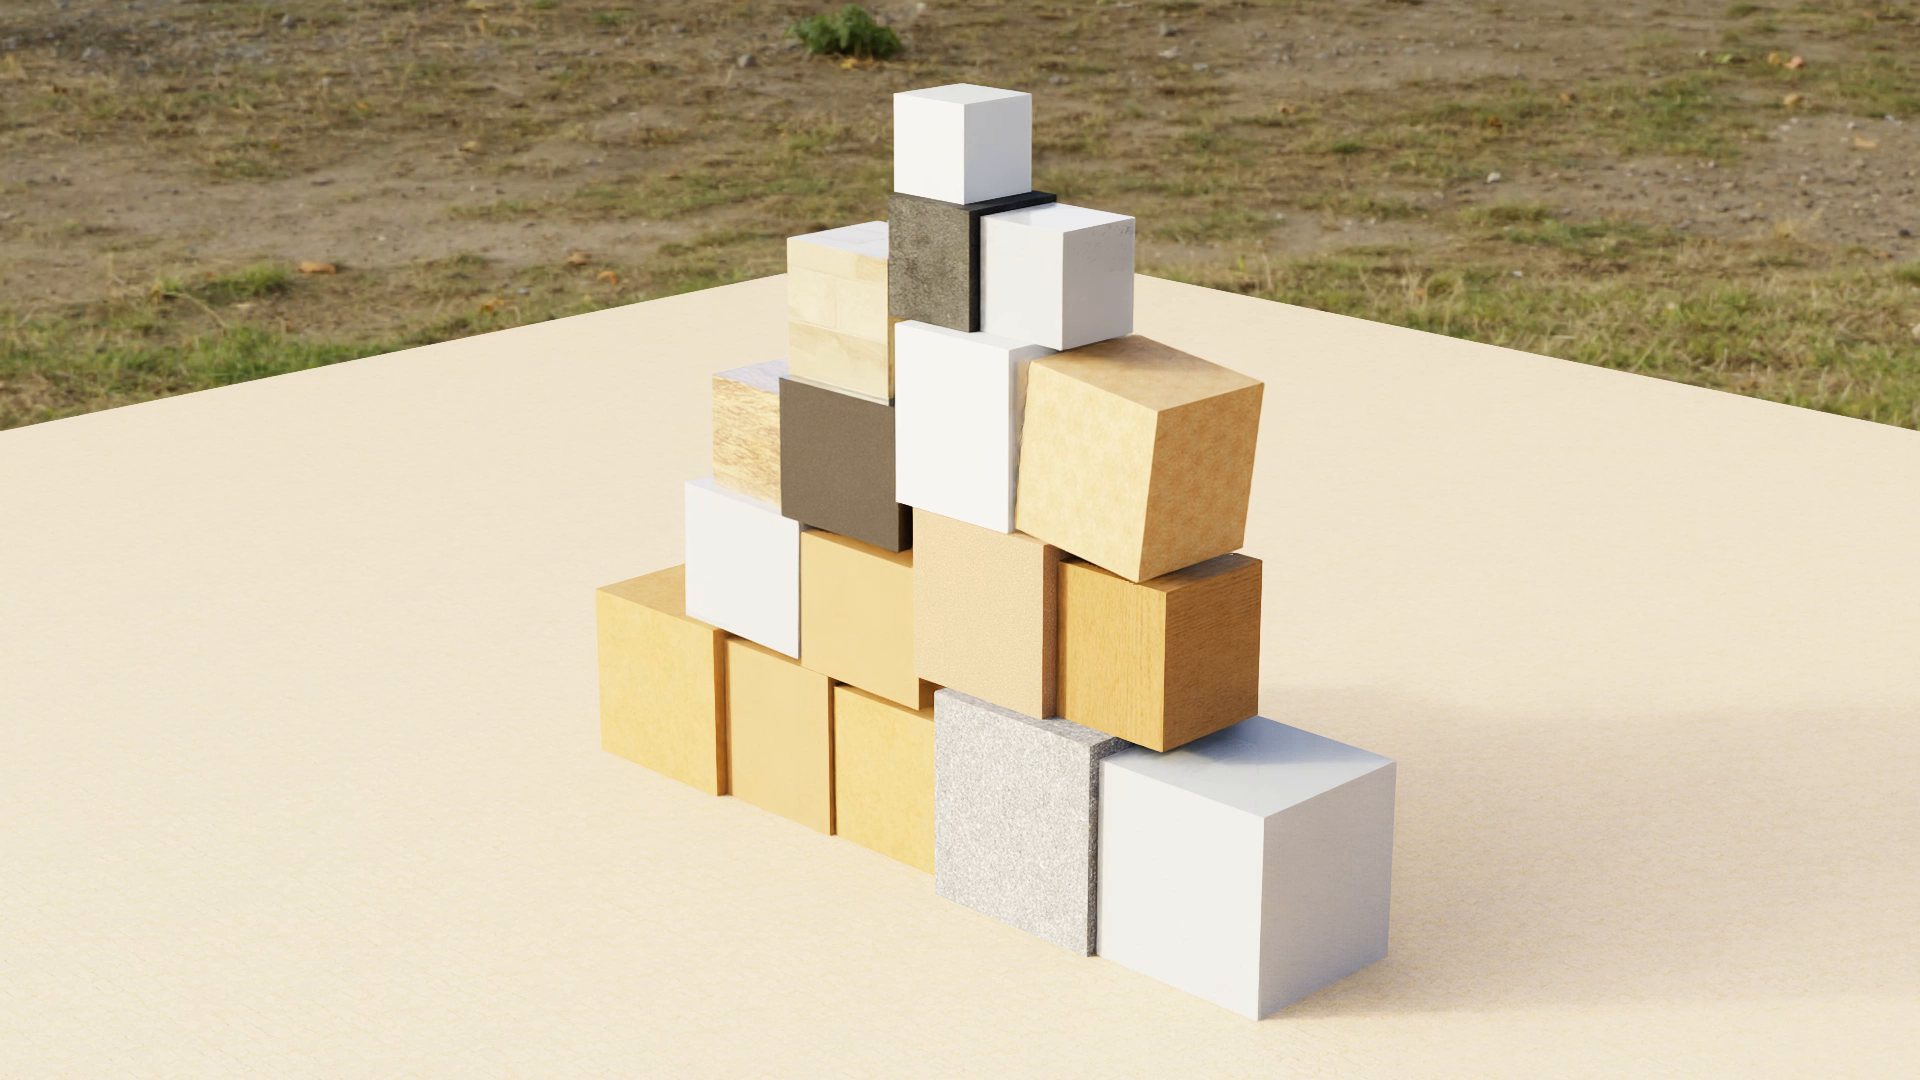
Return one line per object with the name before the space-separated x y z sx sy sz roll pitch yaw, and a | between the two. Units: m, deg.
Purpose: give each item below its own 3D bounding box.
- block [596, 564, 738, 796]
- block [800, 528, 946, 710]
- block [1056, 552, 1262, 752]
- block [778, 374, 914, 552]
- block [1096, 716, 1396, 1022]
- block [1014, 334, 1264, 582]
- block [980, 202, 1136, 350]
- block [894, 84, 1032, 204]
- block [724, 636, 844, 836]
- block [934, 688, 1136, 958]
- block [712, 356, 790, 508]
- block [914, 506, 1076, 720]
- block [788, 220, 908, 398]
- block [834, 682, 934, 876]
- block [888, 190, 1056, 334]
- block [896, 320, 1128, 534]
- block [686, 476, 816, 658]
block | -1.192 0.655 14.823 0.895 0.861 0.905 -17 24 -42
block | -0.202 0.288 13.653 0.735 0.663 0.786 -17 25 -42
block | 0.853 0.422 12.576 0.625 0.704 0.607 -17 24 -42
block | -0.282 -0.426 13.516 0.788 0.666 0.764 17 24 42
block | 1.216 1.360 12.512 0.881 0.903 0.896 -17 24 -42
block | 0.753 -0.358 12.417 0.677 0.754 0.715 -17 31 -42
block | 0.416 -1.134 12.543 0.450 0.501 0.480 -17 24 -42
block | 0.013 -1.734 12.800 0.419 0.430 0.427 -17 24 -42
block | -0.618 0.863 14.258 0.733 0.804 0.737 -17 24 -42
block | 0.541 1.137 13.103 0.918 0.974 0.931 -17 24 -42
block | -0.776 -0.521 13.984 0.572 0.545 0.565 -17 26 -42
block | 0.343 0.235 13.033 0.766 0.788 0.790 -17 24 -42
block | -0.353 -1.058 13.359 0.655 0.633 0.562 17 24 42
block | -0.059 1.051 13.747 0.696 0.751 0.802 -17 24 -42
block | 0.055 -1.251 12.866 0.543 0.531 0.497 -17 24 -42
block | 0.226 -0.563 12.911 0.750 0.809 0.688 -17 24 -42
block | -0.768 0.058 14.179 0.773 0.676 0.813 -17 26 -42
